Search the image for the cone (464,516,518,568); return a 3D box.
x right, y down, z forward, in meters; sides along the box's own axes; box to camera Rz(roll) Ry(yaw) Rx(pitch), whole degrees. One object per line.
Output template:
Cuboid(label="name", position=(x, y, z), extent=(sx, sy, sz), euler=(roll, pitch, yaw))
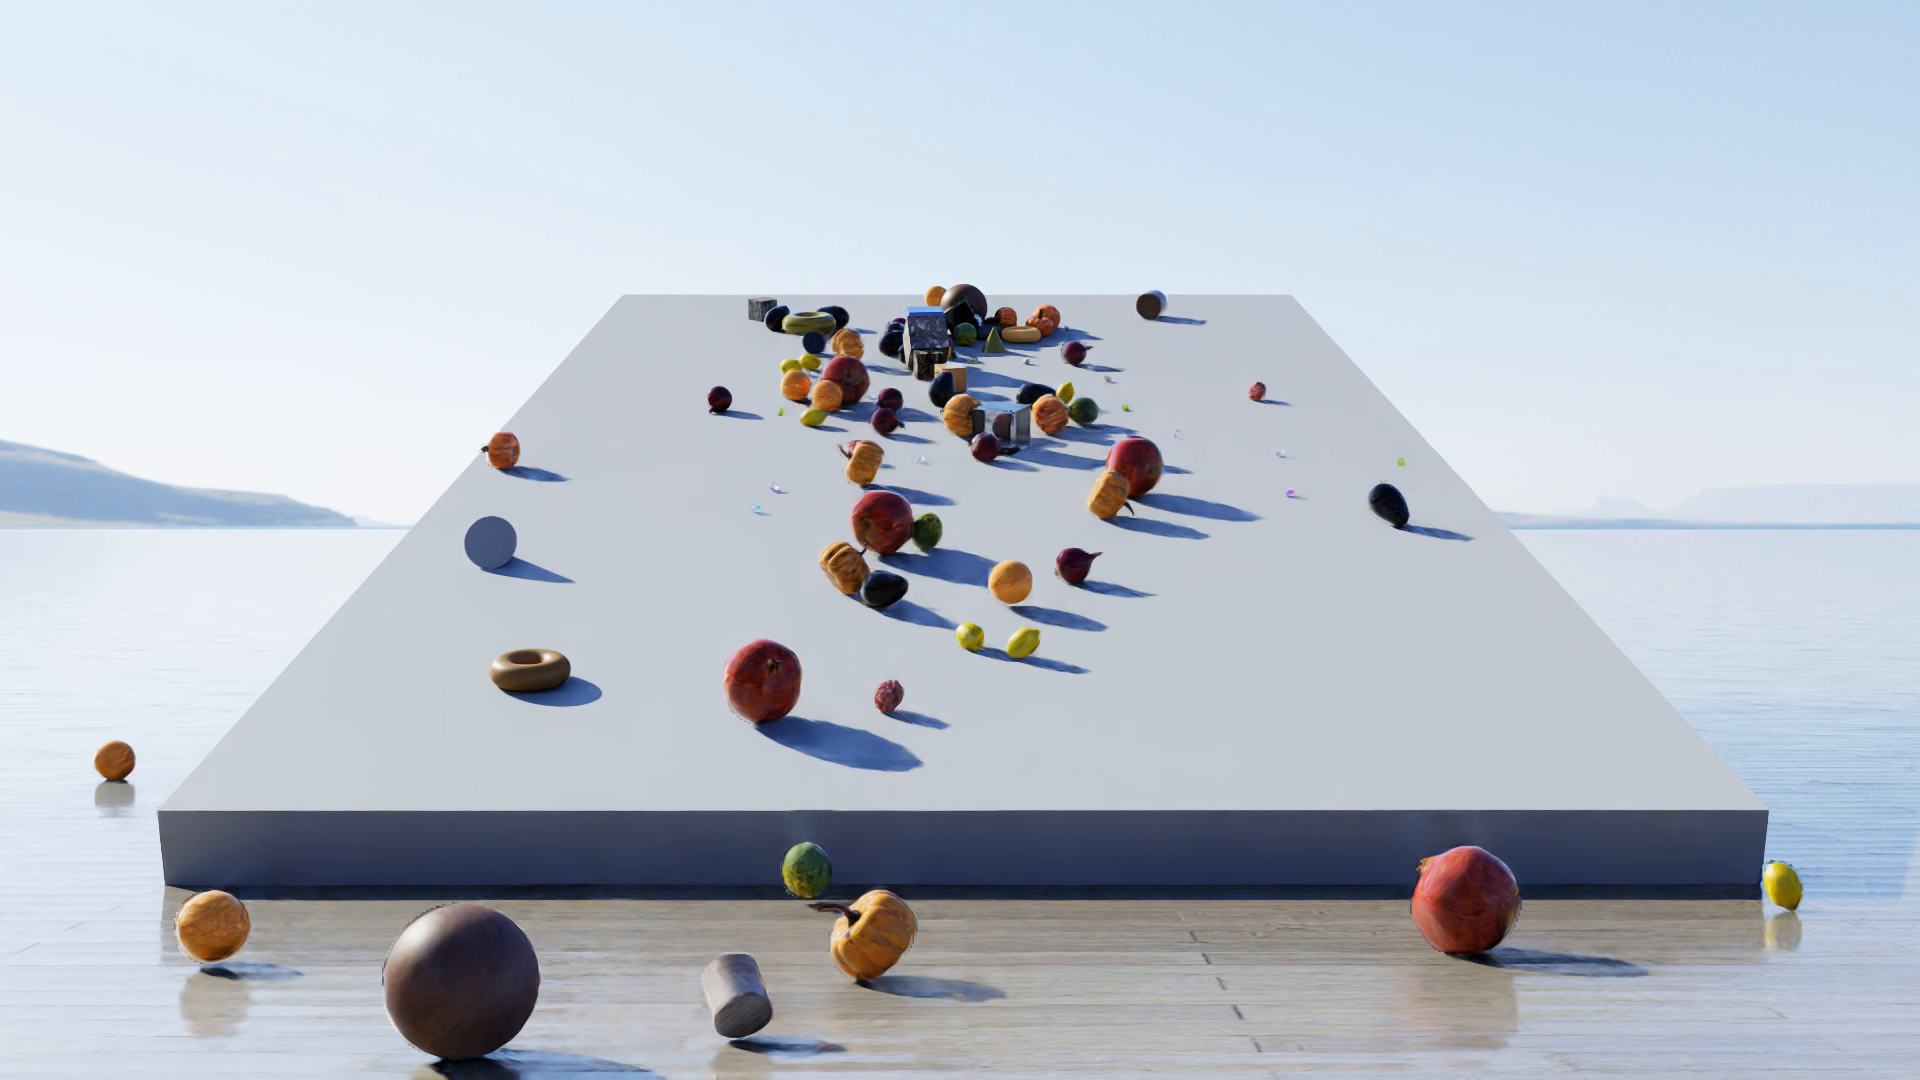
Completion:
Cuboid(label="cone", position=(-0.801, 0.013, 3.811), extent=(0.092, 0.092, 0.092), euler=(0, -11, 4))

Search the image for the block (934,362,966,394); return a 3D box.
Cuboid(label="block", position=(-0.023, -0.382, 5.198), extent=(0.060, 0.060, 0.060), euler=(-4, 16, -15))

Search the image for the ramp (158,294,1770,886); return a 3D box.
Cuboid(label="ramp", position=(-0.002, -0.152, 4.669), extent=(2.000, 0.100, 4.000), euler=(0, 16, 0))

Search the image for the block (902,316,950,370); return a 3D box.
Cuboid(label="block", position=(-0.084, -0.488, 5.442), extent=(0.096, 0.096, 0.096), euler=(-3, -28, -10))

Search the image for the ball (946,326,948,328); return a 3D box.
Cuboid(label="ball", position=(-0.053, -0.580, 5.927), extent=(0.052, 0.052, 0.052), euler=(0, 0, 0))

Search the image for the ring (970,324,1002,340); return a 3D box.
Cuboid(label="ring", position=(0.070, -0.555, 5.879), extent=(0.091, 0.030, 0.091), euler=(-1, 16, 0))

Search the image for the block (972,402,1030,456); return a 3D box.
Cuboid(label="block", position=(0.087, -0.235, 4.617), extent=(0.090, 0.090, 0.090), euler=(8, 17, 26))

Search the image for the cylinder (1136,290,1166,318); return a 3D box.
Cuboid(label="cylinder", position=(0.539, -0.665, 6.196), extent=(0.073, 0.073, 0.073), euler=(0, 15, 19))

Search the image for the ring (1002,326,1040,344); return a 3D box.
Cuboid(label="ring", position=(0.162, -0.545, 5.835), extent=(0.105, 0.035, 0.105), euler=(1, 14, 0))

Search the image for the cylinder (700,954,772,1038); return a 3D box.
Cuboid(label="cylinder", position=(-0.197, 0.401, 1.937), extent=(0.052, 0.052, 0.052), euler=(0, 36, -23))

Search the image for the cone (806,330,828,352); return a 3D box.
Cuboid(label="cone", position=(-0.386, -0.499, 5.679), extent=(0.063, 0.063, 0.063), euler=(0, -30, -35))

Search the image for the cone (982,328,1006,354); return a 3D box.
Cuboid(label="cone", position=(0.088, -0.521, 5.691), extent=(0.066, 0.066, 0.066), euler=(0, 16, 0))

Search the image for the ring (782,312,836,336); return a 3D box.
Cuboid(label="ring", position=(-0.409, -0.587, 5.958), extent=(0.148, 0.049, 0.148), euler=(-1, 15, 0))

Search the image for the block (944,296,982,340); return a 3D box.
Cuboid(label="block", position=(0.004, -0.592, 5.870), extent=(0.077, 0.077, 0.077), euler=(-28, 11, 12))

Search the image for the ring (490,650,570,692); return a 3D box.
Cuboid(label="ring", position=(-0.623, 0.188, 3.186), extent=(0.117, 0.039, 0.117), euler=(1, 14, 0))

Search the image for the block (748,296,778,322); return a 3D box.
Cuboid(label="block", position=(-0.551, -0.645, 6.148), extent=(0.058, 0.058, 0.058), euler=(-14, 21, -41))

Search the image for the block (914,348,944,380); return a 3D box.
Cuboid(label="block", position=(-0.077, -0.428, 5.358), extent=(0.064, 0.064, 0.064), euler=(-3, 16, -10))

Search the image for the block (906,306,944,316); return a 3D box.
Cuboid(label="block", position=(-0.092, -0.562, 5.789), extent=(0.091, 0.091, 0.091), euler=(-1, 16, -5))
